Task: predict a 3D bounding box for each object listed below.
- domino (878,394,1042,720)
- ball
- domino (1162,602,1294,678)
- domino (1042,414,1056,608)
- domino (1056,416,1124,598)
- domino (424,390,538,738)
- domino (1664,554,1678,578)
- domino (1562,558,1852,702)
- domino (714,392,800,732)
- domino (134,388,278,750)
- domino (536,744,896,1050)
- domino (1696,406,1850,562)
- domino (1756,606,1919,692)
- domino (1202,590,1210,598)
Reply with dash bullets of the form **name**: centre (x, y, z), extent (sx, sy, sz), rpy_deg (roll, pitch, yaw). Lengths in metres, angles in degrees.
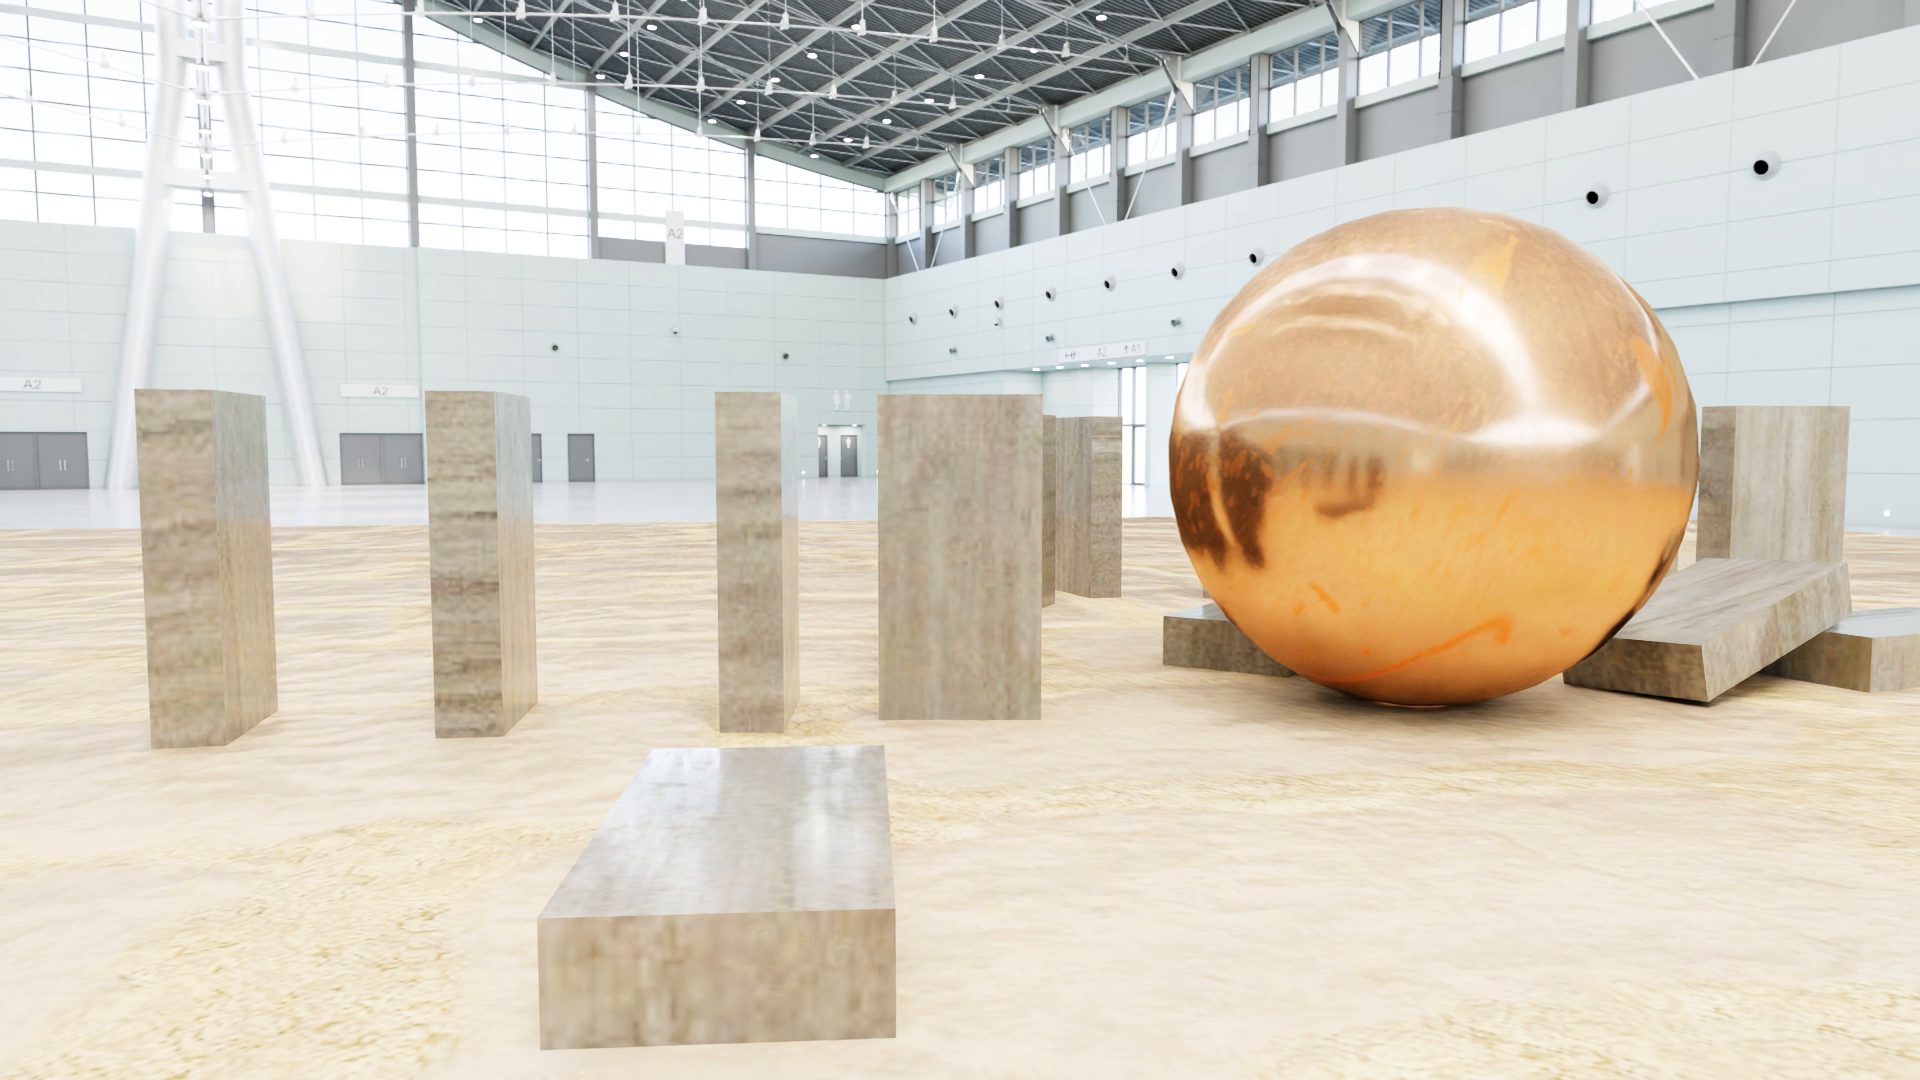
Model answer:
- **domino**: centre (0.000, 0.002, 0.201), extent (0.025, 0.050, 0.009), rpy_deg (0, 4, 0)
- **ball**: centre (0.074, -0.013, 0.209), extent (0.080, 0.080, 0.080), rpy_deg (0, 4, 0)
- **domino**: centre (0.063, 0.018, 0.261), extent (0.025, 0.010, 0.050), rpy_deg (3, 5, 33)
- **domino**: centre (0.012, -0.008, 0.341), extent (0.025, 0.050, 0.009), rpy_deg (2, 5, 24)
- **domino**: centre (0.036, -0.010, 0.365), extent (0.010, 0.050, 0.025), rpy_deg (-2, 5, -21)
- **domino**: centre (-0.073, 0.003, 0.197), extent (0.009, 0.050, 0.025), rpy_deg (-1, 4, -7)
- **domino**: centre (0.153, -0.005, 0.295), extent (0.025, 0.050, 0.010), rpy_deg (-2, 5, -29)
- **domino**: centre (0.133, 0.015, 0.229), extent (0.050, 0.009, 0.025), rpy_deg (-17, 10, -31)
- **domino**: centre (-0.031, 0.003, 0.200), extent (0.010, 0.050, 0.025), rpy_deg (0, 4, -2)
- **domino**: centre (-0.111, 0.003, 0.190), extent (0.009, 0.050, 0.025), rpy_deg (-1, 4, -13)
- **domino**: centre (-0.019, 0.029, 0.116), extent (0.025, 0.010, 0.050), rpy_deg (0, 4, -4)
- **domino**: centre (0.164, -0.002, 0.260), extent (0.025, 0.050, 0.009), rpy_deg (-1, 4, -8)
- **domino**: centre (0.174, 0.020, 0.240), extent (0.050, 0.010, 0.025), rpy_deg (-2, 5, -22)
- **domino**: centre (0.076, -0.010, 0.363), extent (0.010, 0.050, 0.025), rpy_deg (2, 5, 21)
